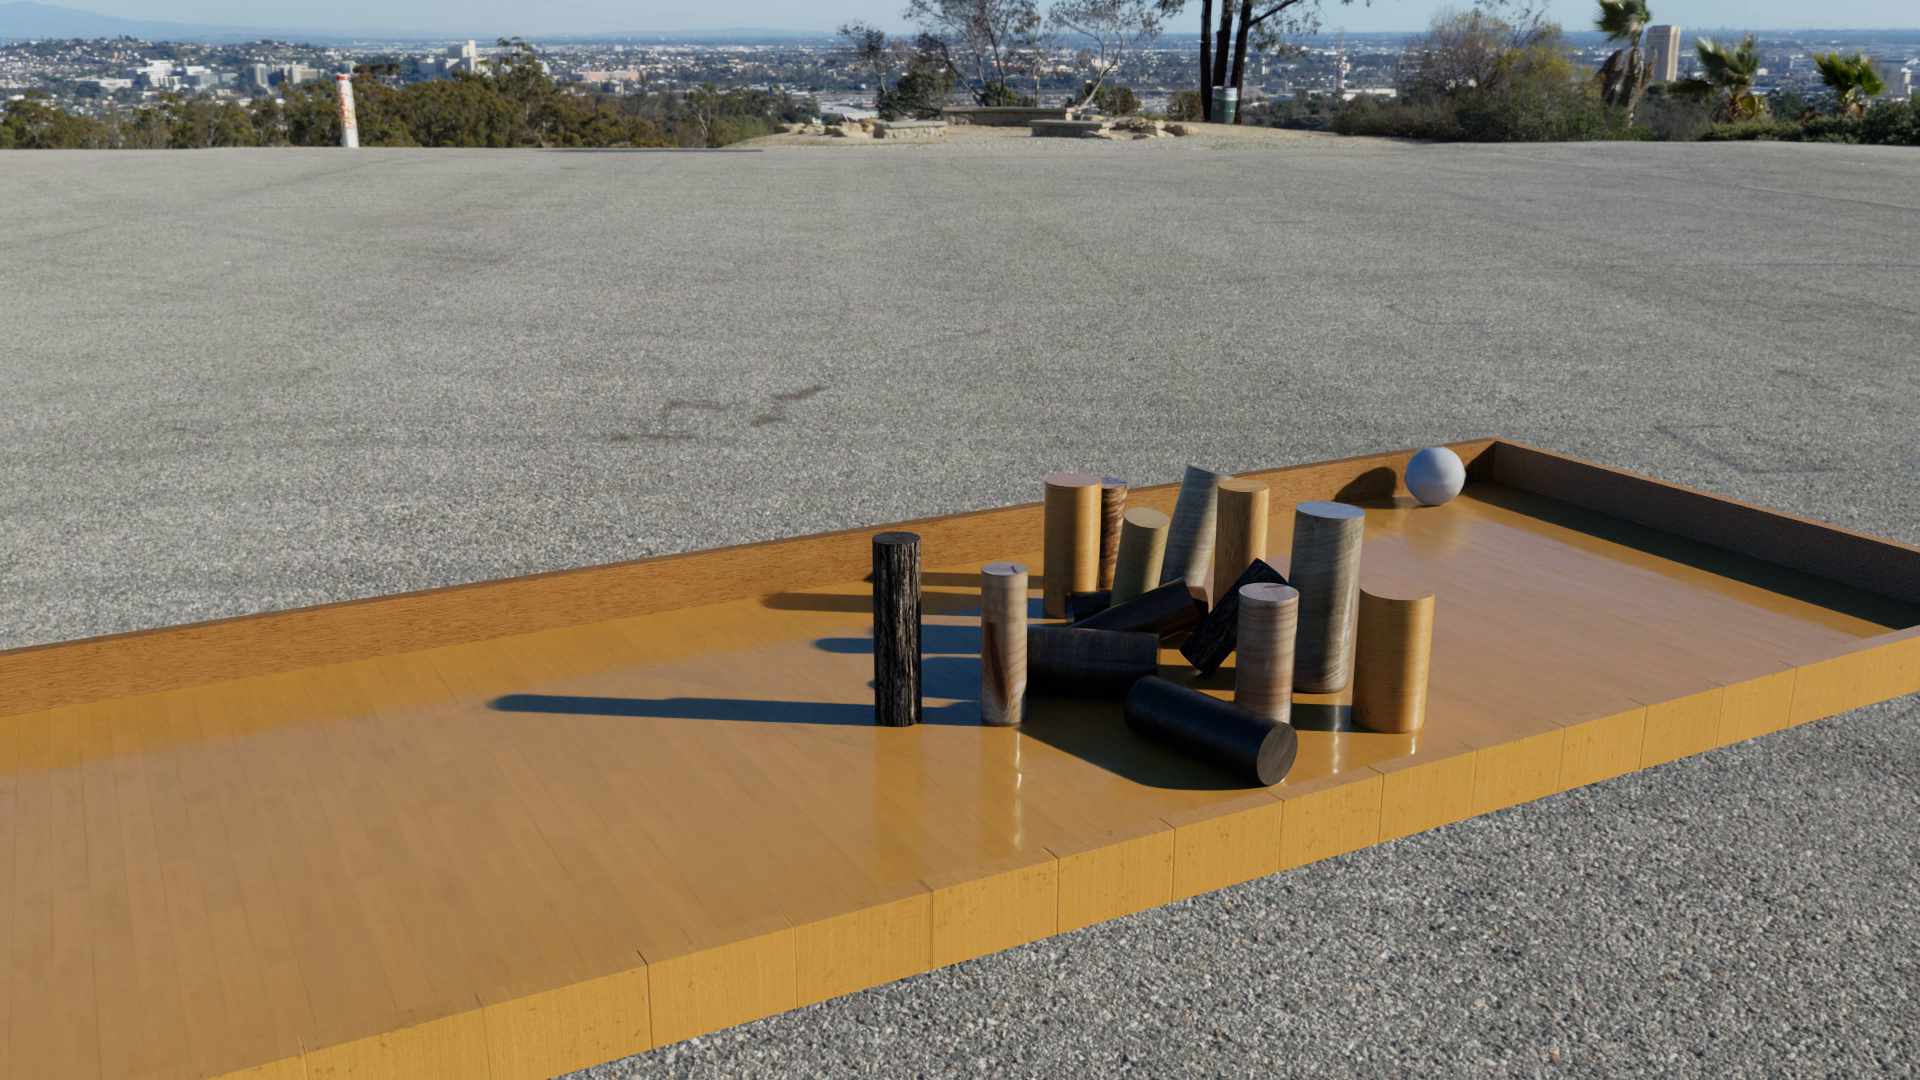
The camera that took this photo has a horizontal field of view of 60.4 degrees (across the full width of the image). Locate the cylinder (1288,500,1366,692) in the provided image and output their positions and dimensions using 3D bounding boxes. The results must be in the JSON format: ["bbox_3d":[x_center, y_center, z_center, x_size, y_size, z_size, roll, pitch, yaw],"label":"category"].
[{"bbox_3d":[0.894,0.139,4.080,0.168,0.445,0.168,2,16,-1],"label":"cylinder"}]

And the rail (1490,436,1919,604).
[{"bbox_3d":[2.466,-0.048,5.253,0.050,0.150,2.100,-9,18,-27],"label":"rail"}]

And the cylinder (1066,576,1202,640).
[{"bbox_3d":[0.439,0.215,4.177,0.325,0.127,0.127,-24,15,7],"label":"cylinder"}]

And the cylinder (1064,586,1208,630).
[{"bbox_3d":[0.480,0.192,4.491,0.372,0.119,0.119,-2,17,-8],"label":"cylinder"}]

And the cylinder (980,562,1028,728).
[{"bbox_3d":[0.103,0.245,3.861,0.108,0.373,0.108,0,16,0],"label":"cylinder"}]

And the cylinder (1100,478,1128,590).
[{"bbox_3d":[0.422,-0.018,4.862,0.134,0.312,0.134,0,16,0],"label":"cylinder"}]

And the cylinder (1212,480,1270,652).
[{"bbox_3d":[0.739,0.067,4.353,0.132,0.436,0.132,0,16,0],"label":"cylinder"}]

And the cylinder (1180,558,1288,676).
[{"bbox_3d":[0.689,0.194,4.155,0.105,0.302,0.105,36,14,-10],"label":"cylinder"}]

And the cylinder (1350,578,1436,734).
[{"bbox_3d":[1.012,0.269,3.858,0.170,0.327,0.170,0,16,0],"label":"cylinder"}]

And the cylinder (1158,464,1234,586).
[{"bbox_3d":[0.647,-0.001,4.614,0.136,0.398,0.136,15,7,-2],"label":"cylinder"}]

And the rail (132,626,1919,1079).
[{"bbox_3d":[-2.336,1.006,1.665,12.000,0.150,0.050,-9,18,-27],"label":"rail"}]

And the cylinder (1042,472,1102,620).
[{"bbox_3d":[0.314,0.017,4.620,0.158,0.382,0.158,0,16,0],"label":"cylinder"}]

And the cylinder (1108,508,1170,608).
[{"bbox_3d":[0.459,0.108,4.295,0.119,0.374,0.119,5,27,-3],"label":"cylinder"}]

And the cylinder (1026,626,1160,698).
[{"bbox_3d":[0.298,0.299,4.046,0.374,0.164,0.164,3,17,10],"label":"cylinder"}]

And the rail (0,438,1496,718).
[{"bbox_3d":[-3.305,0.497,3.399,12.000,0.150,0.050,-9,18,-27],"label":"rail"}]

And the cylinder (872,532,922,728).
[{"bbox_3d":[-0.146,0.209,3.853,0.111,0.446,0.111,0,16,0],"label":"cylinder"}]

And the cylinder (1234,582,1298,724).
[{"bbox_3d":[0.711,0.275,3.839,0.136,0.326,0.136,0,16,0],"label":"cylinder"}]

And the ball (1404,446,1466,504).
[{"bbox_3d":[1.658,-0.225,5.758,0.204,0.204,0.204,0,16,0],"label":"ball"}]

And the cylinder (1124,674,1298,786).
[{"bbox_3d":[0.555,0.419,3.680,0.140,0.140,0.385,-14,21,-39],"label":"cylinder"}]
